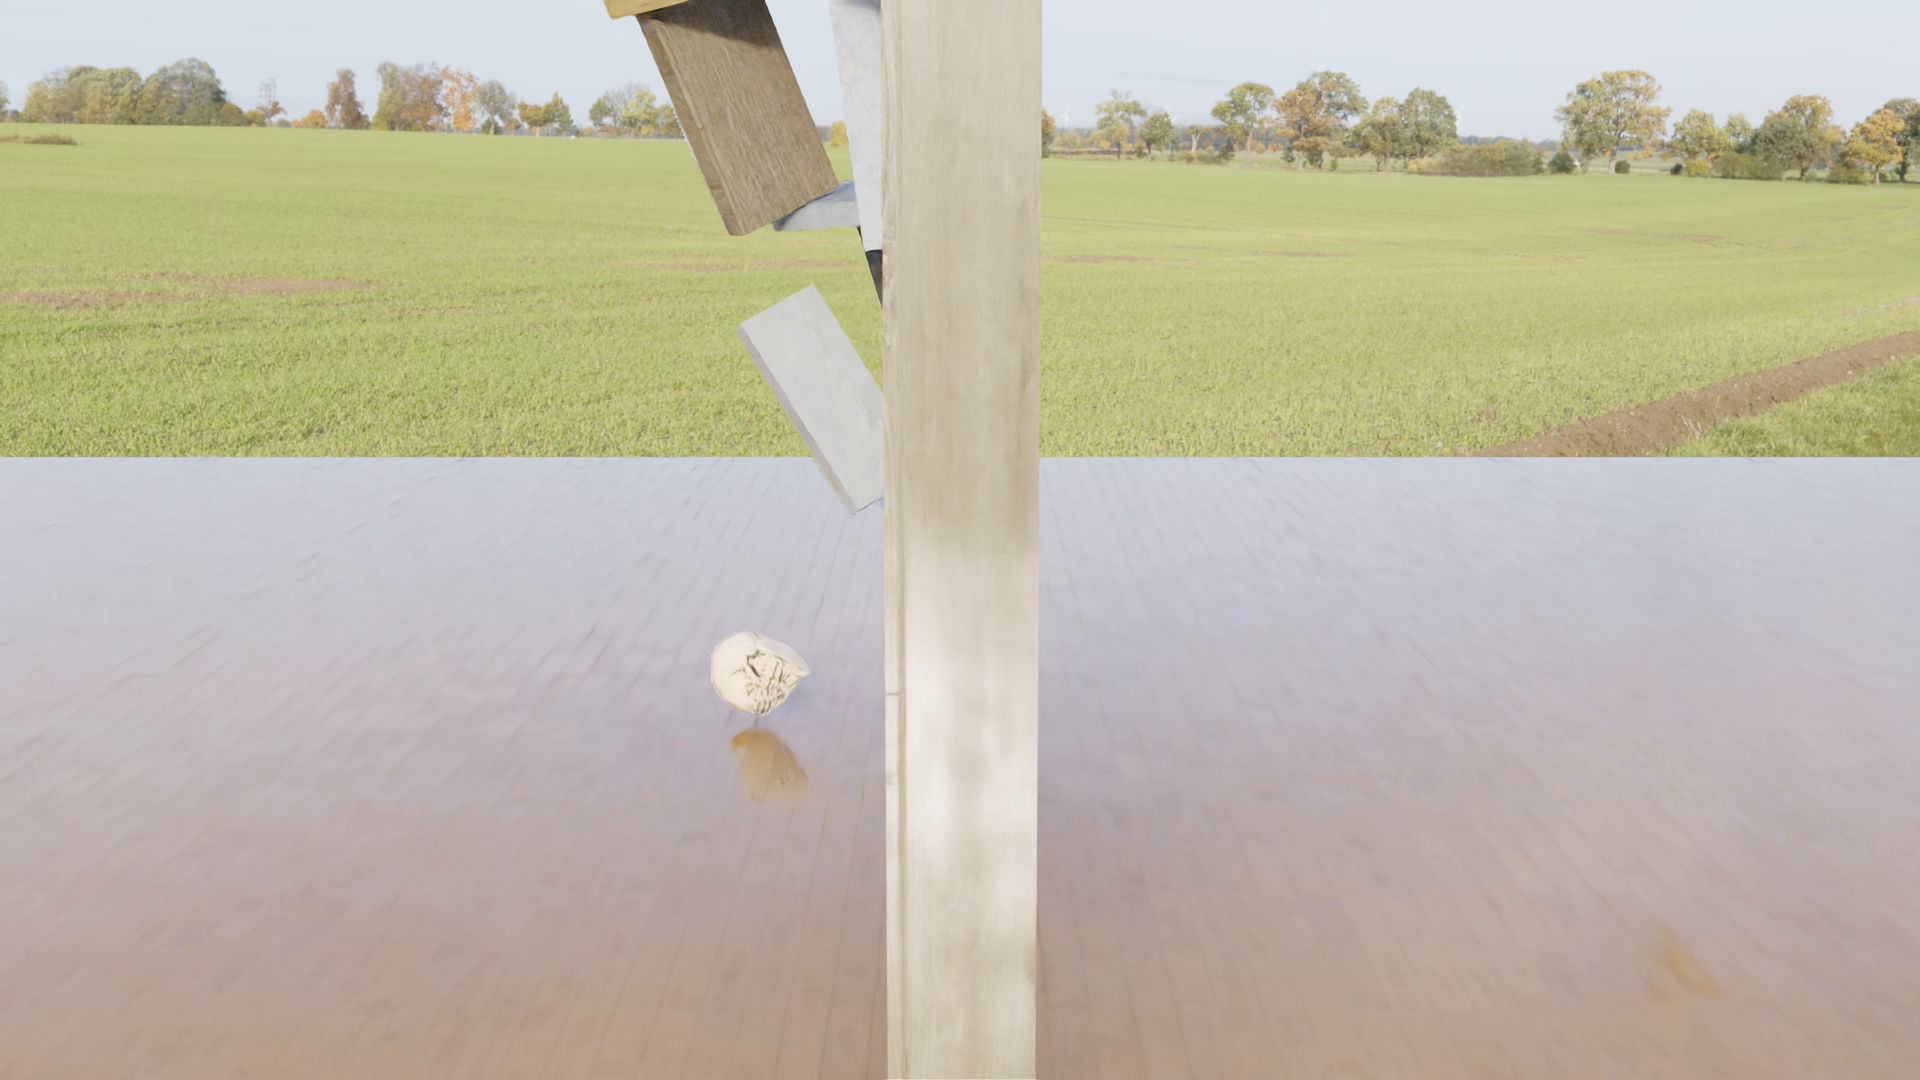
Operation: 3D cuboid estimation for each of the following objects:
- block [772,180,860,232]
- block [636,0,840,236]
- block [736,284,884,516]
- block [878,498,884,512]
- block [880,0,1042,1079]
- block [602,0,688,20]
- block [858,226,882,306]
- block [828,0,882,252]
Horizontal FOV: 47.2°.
[{"bbox_3d":[-0.133,-0.444,2.890,0.118,0.034,0.237,-29,22,-36],"label":"block"},{"bbox_3d":[-0.285,-0.567,2.833,0.155,0.310,0.044,-32,23,-24],"label":"block"},{"bbox_3d":[-0.171,-0.188,2.941,0.118,0.292,0.034,-32,-1,-23],"label":"block"},{"bbox_3d":[-0.078,-0.035,3.017,0.076,0.021,0.151,42,11,-30],"label":"block"},{"bbox_3d":[0.002,0.065,2.494,0.173,1.461,0.049,0,11,0],"label":"block"},{"bbox_3d":[-0.279,-0.711,2.691,0.310,0.044,0.155,-3,29,36],"label":"block"},{"bbox_3d":[-0.042,-0.313,2.871,0.118,0.237,0.034,-24,14,-27],"label":"block"},{"bbox_3d":[-0.053,-0.529,2.610,0.173,0.346,0.049,-8,18,-1],"label":"block"}]
